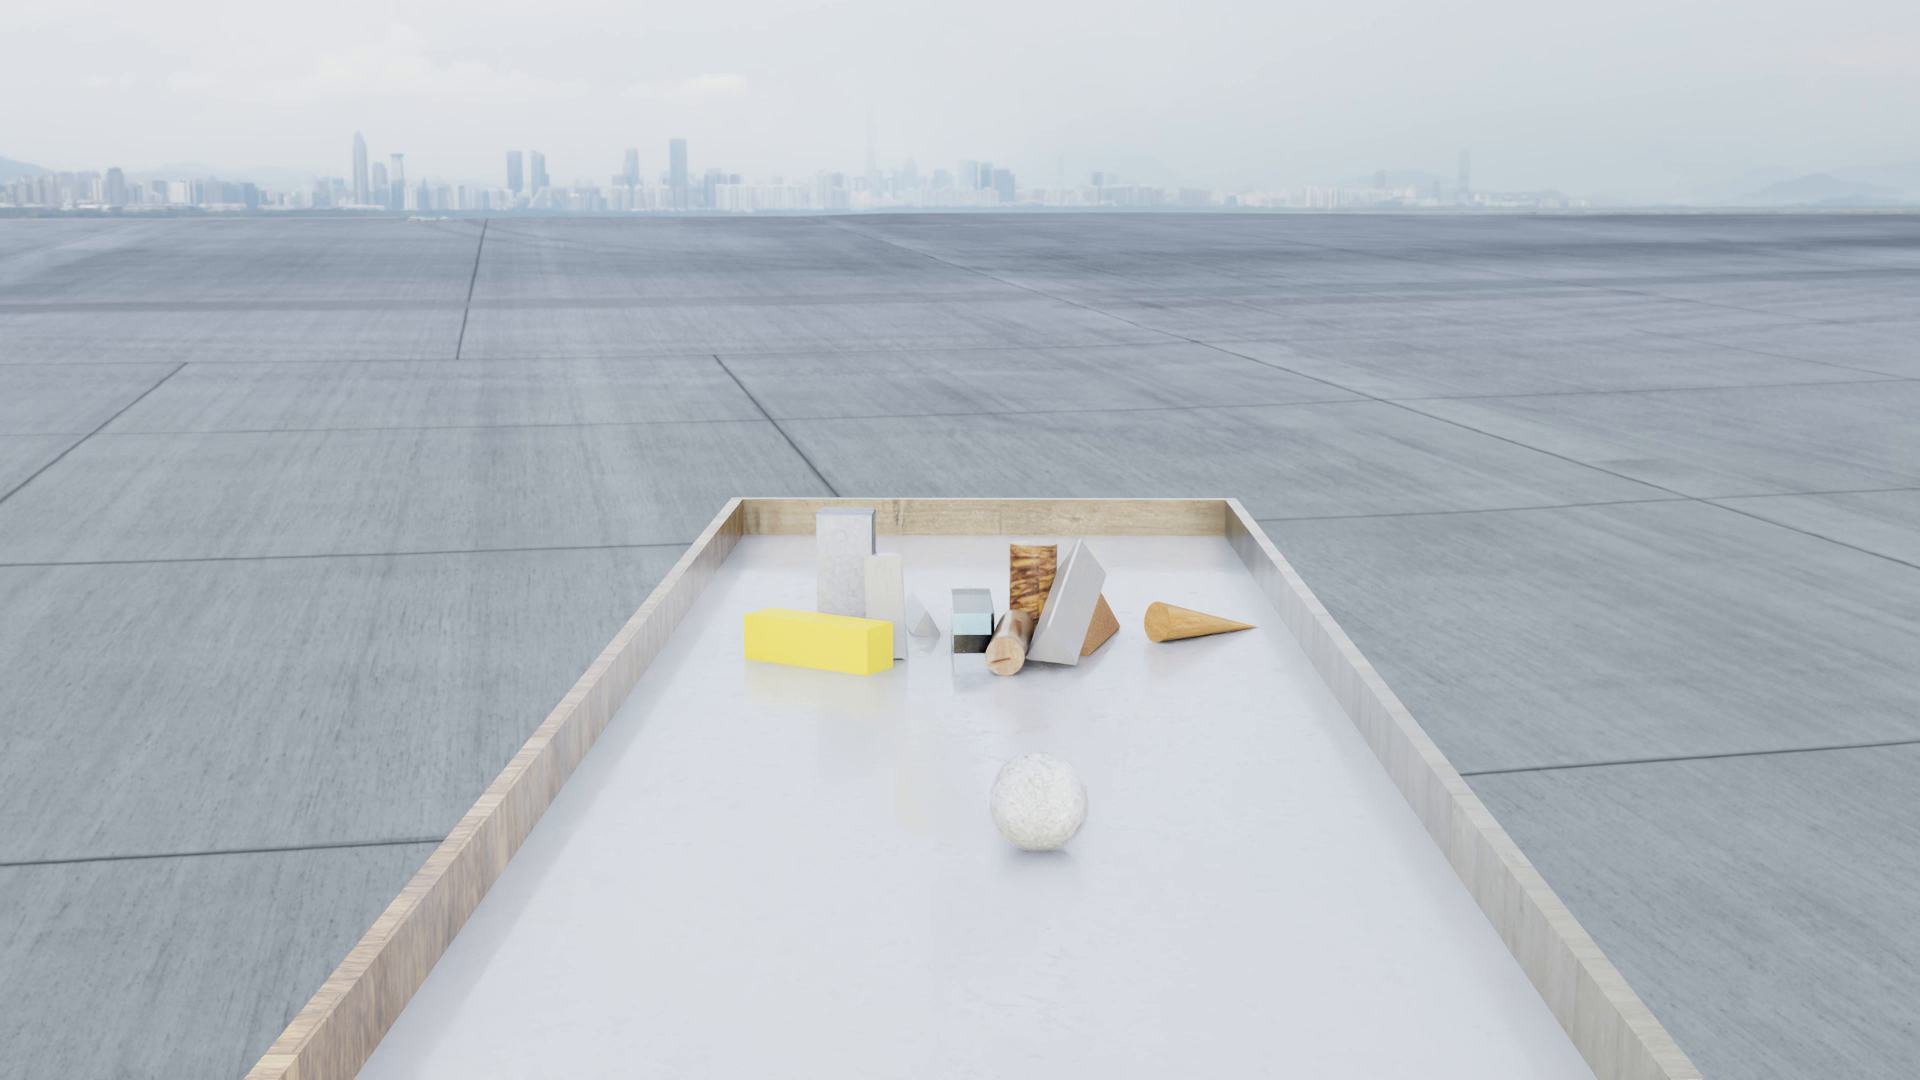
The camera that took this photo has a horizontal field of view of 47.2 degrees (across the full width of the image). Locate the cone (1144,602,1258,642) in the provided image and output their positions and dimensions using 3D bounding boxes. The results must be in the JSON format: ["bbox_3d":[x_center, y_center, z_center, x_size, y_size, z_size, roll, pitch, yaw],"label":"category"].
[{"bbox_3d":[0.802,0.273,7.084,0.428,0.129,0.129,4,5,-34],"label":"cone"}]

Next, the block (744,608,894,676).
[{"bbox_3d":[-0.429,0.304,6.649,0.452,0.138,0.138,5,11,31],"label":"block"}]

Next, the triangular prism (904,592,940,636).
[{"bbox_3d":[-0.134,0.238,7.242,0.091,0.079,0.373,-1,9,-8],"label":"triangular prism"}]

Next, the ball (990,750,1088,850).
[{"bbox_3d":[0.171,0.564,4.764,0.215,0.215,0.215,0,9,0],"label":"ball"}]

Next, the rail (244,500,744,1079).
[{"bbox_3d":[-1.004,0.839,3.234,0.050,0.150,12.000,0,9,1],"label":"rail"}]

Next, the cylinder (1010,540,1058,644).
[{"bbox_3d":[0.232,0.164,6.966,0.151,0.311,0.151,0,7,0],"label":"cylinder"}]

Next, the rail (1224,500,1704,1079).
[{"bbox_3d":[1.046,0.843,3.208,0.050,0.150,12.000,0,9,1],"label":"rail"}]

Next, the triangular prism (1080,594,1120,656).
[{"bbox_3d":[0.390,0.255,6.975,0.145,0.126,0.446,2,9,16],"label":"triangular prism"}]

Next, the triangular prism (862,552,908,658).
[{"bbox_3d":[-0.221,0.199,6.738,0.119,0.315,0.103,-2,7,8],"label":"triangular prism"}]

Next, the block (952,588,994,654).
[{"bbox_3d":[0.039,0.255,7.001,0.126,0.126,0.430,0,9,-1],"label":"block"}]

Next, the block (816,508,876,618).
[{"bbox_3d":[-0.357,0.116,6.940,0.172,0.418,0.172,0,9,2],"label":"block"}]

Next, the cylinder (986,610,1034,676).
[{"bbox_3d":[0.154,0.309,6.689,0.116,0.116,0.436,1,9,6],"label":"cylinder"}]

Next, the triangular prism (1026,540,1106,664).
[{"bbox_3d":[0.322,0.180,6.700,0.154,0.134,0.431,6,39,15],"label":"triangular prism"}]

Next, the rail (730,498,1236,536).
[{"bbox_3d":[0.099,-0.098,9.147,2.100,0.150,0.050,0,9,1],"label":"rail"}]
